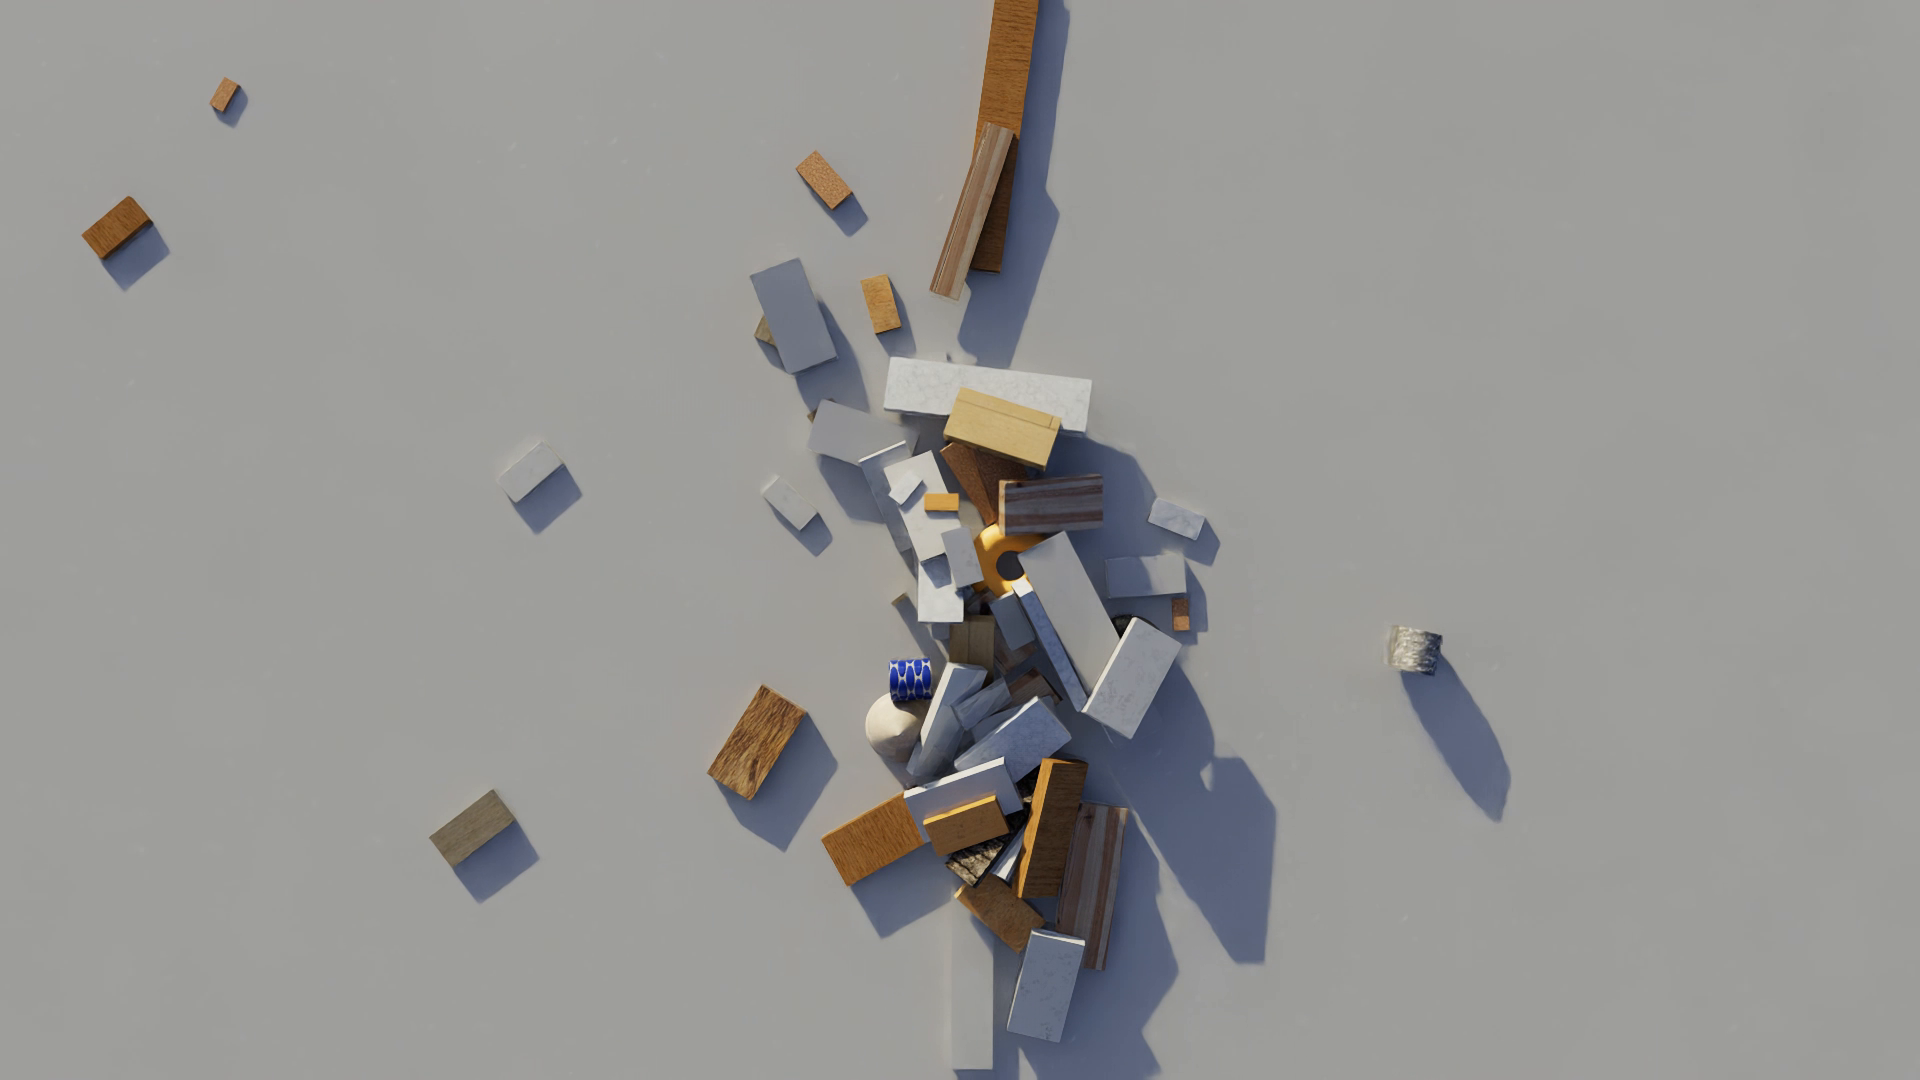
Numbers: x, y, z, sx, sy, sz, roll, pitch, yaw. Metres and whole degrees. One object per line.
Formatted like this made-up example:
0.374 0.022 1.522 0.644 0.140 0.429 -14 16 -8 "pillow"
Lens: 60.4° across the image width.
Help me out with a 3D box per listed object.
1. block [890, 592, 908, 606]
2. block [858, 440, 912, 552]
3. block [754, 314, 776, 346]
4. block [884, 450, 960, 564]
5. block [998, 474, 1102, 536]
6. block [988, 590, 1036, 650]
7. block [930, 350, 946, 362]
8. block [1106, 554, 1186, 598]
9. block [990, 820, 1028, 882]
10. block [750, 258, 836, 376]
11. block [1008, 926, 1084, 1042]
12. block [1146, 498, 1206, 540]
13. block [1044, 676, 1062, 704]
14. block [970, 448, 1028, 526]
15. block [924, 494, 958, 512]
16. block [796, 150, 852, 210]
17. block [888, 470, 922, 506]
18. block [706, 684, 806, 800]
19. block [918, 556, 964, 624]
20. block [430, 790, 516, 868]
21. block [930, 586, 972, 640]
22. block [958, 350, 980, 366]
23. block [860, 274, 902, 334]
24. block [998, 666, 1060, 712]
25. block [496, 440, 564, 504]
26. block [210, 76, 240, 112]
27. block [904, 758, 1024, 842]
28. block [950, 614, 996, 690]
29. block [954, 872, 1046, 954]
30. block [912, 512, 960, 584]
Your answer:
-0.200 0.196 5.446 0.054 0.109 0.015 -35 90 0 "block"
-0.192 -0.142 5.439 0.166 0.047 0.331 -23 103 0 "block"
-0.606 -0.741 5.487 0.091 0.026 0.183 25 90 0 "block"
-0.111 -0.106 5.336 0.166 0.047 0.331 -21 79 -4 "block"
0.299 -0.116 5.399 0.350 0.050 0.175 -5 102 -20 "block"
0.170 0.264 5.390 0.092 0.026 0.184 -27 113 -3 "block"
-0.069 -0.580 5.492 0.052 0.015 0.104 -3 90 0 "block"
0.618 0.119 5.482 0.256 0.036 0.128 -5 90 0 "block"
0.156 0.980 5.413 0.125 0.035 0.250 20 71 28 "block"
-0.551 -0.739 5.450 0.174 0.049 0.347 -21 96 -5 "block"
0.282 1.467 5.439 0.178 0.050 0.356 13 102 0 "block"
0.720 -0.070 5.488 0.175 0.025 0.087 22 90 0 "block"
0.291 0.507 5.493 0.052 0.015 0.104 -39 90 0 "block"
0.146 -0.208 5.409 0.145 0.041 0.291 -20 97 -7 "block"
-0.059 -0.121 5.307 0.109 0.015 0.054 1 78 0 "block"
-0.452 -1.197 5.487 0.091 0.026 0.183 -41 90 0 "block"
-0.175 -0.168 5.318 0.054 0.015 0.109 38 81 8 "block"
-0.674 0.671 5.476 0.172 0.049 0.344 32 90 0 "block"
-0.060 0.126 5.329 0.145 0.041 0.290 0 76 1 "block"
-1.620 0.959 5.482 0.256 0.036 0.128 -37 90 0 "block"
-0.034 0.178 5.424 0.145 0.041 0.290 -6 103 0 "block"
0.017 -0.577 5.493 0.052 0.015 0.104 28 90 0 "block"
-0.263 -0.785 5.487 0.091 0.026 0.183 -16 90 0 "block"
0.179 0.559 5.471 0.280 0.040 0.140 -36 90 4 "block"
-1.430 -0.226 5.486 0.204 0.029 0.102 -41 90 0 "block"
-2.450 -1.483 5.493 0.053 0.015 0.105 29 90 0 "block"
0.012 0.848 5.375 0.349 0.049 0.175 -20 106 9 "block"
0.039 0.377 5.404 0.145 0.041 0.290 2 121 3 "block"
0.133 1.216 5.443 0.283 0.040 0.141 44 83 -8 "block"
-0.070 0.056 5.440 0.166 0.047 0.331 -8 103 0 "block"
